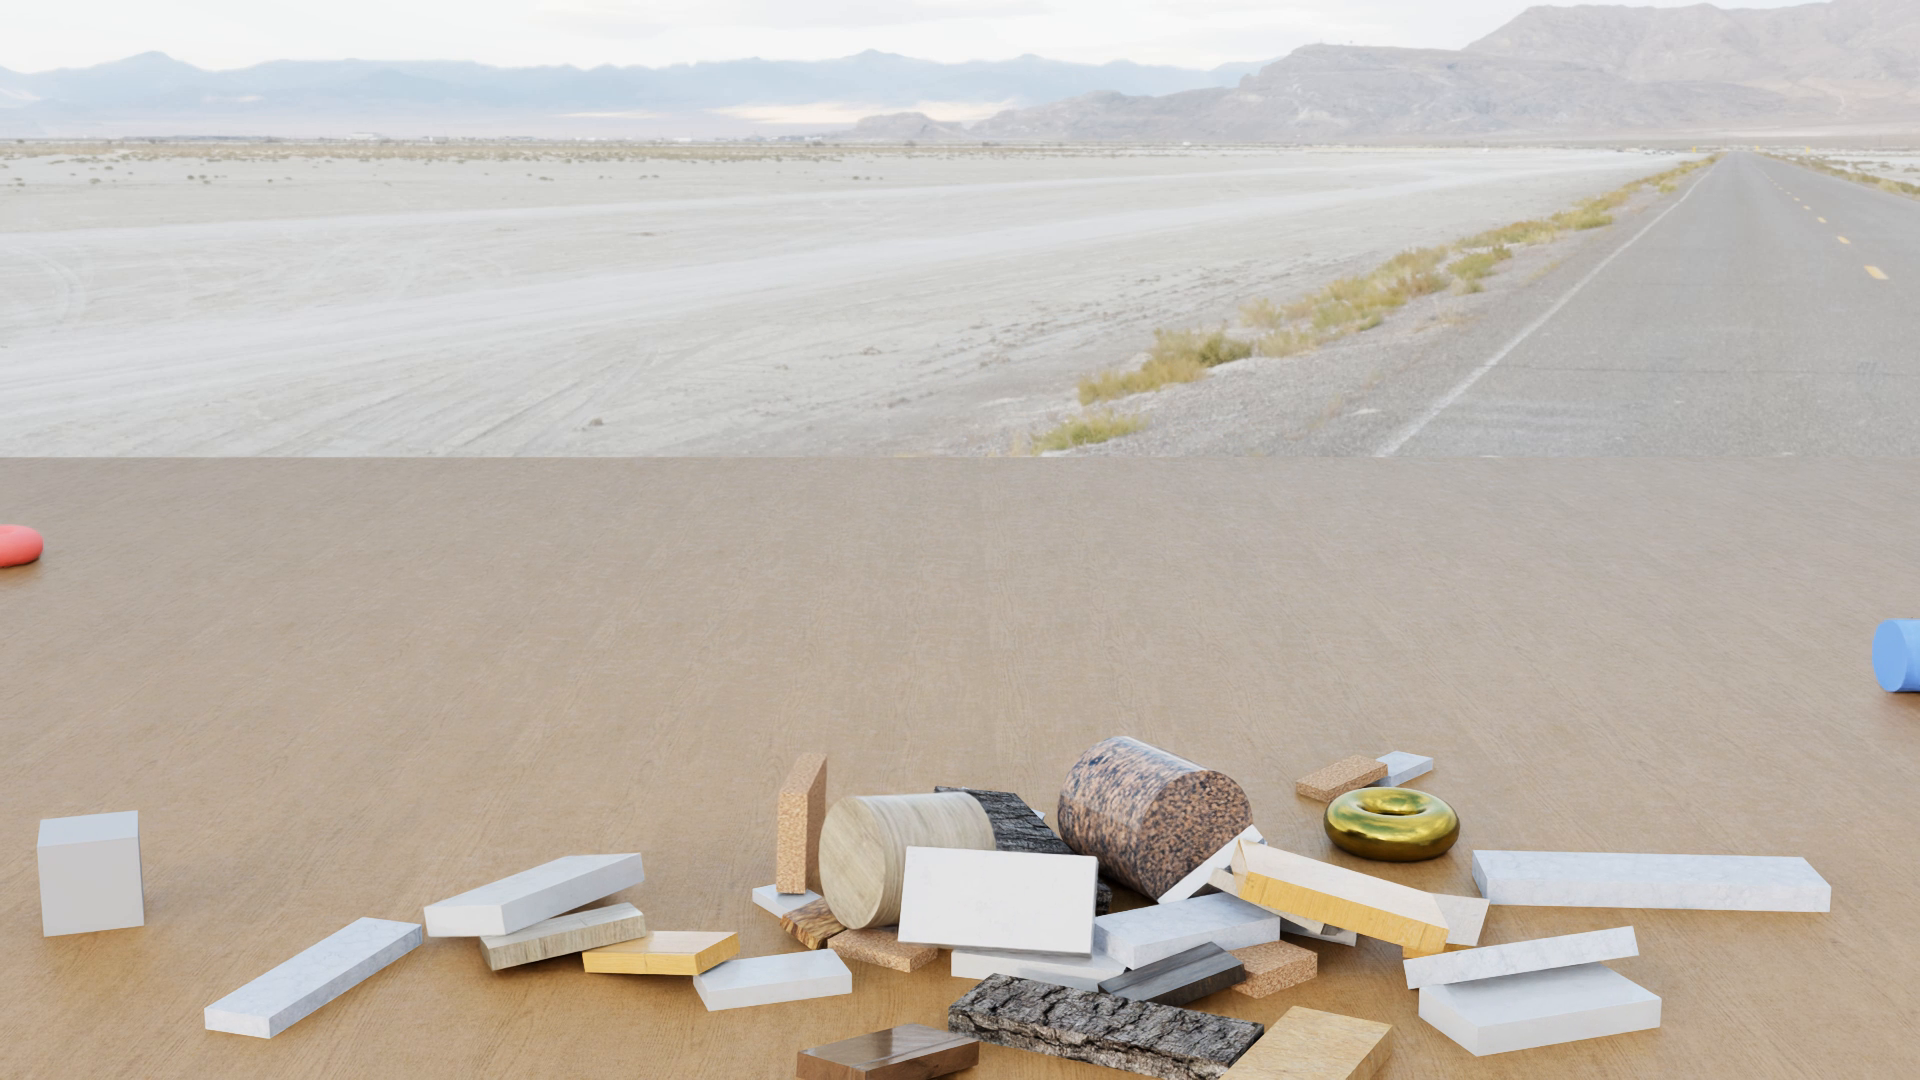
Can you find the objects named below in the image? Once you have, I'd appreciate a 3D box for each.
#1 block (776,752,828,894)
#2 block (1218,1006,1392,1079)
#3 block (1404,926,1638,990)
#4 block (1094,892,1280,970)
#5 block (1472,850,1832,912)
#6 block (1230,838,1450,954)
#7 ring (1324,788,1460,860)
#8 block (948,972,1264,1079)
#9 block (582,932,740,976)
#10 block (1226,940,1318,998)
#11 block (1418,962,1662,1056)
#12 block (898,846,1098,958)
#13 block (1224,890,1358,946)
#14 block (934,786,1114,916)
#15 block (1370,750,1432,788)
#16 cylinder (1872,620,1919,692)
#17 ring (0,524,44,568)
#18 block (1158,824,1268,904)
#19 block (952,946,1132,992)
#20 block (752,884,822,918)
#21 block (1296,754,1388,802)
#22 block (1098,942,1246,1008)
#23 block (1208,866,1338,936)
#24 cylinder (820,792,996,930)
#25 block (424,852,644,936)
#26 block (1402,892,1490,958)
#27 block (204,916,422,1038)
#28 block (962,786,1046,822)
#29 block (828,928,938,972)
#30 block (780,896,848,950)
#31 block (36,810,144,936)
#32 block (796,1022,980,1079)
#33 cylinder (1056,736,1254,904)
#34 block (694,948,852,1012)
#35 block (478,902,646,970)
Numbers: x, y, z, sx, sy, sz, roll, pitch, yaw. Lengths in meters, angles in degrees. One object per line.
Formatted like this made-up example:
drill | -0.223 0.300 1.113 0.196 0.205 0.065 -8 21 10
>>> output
block | -0.268 0.477 3.746 0.047 0.166 0.331 2 6 2
block | 0.463 0.705 2.940 0.144 0.041 0.289 6 12 28
block | 0.827 0.616 3.245 0.301 0.043 0.151 -4 -14 -19
block | 0.340 0.593 3.348 0.264 0.037 0.132 -6 12 -28
block | 1.146 0.568 3.670 0.551 0.043 0.151 1 11 4
block | 0.579 0.546 3.374 0.316 0.045 0.158 16 11 -1
ring | 0.768 0.505 3.913 0.240 0.080 0.240 0 12 0
block | 0.202 0.682 3.063 0.415 0.041 0.144 5 12 26
block | -0.450 0.621 3.314 0.215 0.030 0.108 -6 6 31
block | 0.401 0.628 3.361 0.132 0.037 0.264 -9 14 -40
block | 0.827 0.667 3.139 0.301 0.043 0.151 -4 11 -19
block | 0.059 0.544 3.312 0.289 0.144 0.041 2 -20 10
block | 0.532 0.580 3.502 0.219 0.031 0.109 10 28 17
block | 0.097 0.519 3.688 0.158 0.045 0.389 8 15 -26
block | 0.857 0.453 4.345 0.083 0.023 0.166 9 14 39
cylinder | 2.188 0.263 4.987 0.163 0.163 0.163 -1 11 -3
ring | -2.860 0.019 6.489 0.289 0.096 0.289 1 10 0
block | 0.404 0.530 3.512 0.193 0.027 0.096 -39 -18 1
block | 0.133 0.634 3.332 0.264 0.037 0.132 3 11 17
block | -0.268 0.594 3.588 0.077 0.022 0.153 -7 13 -33
block | 0.737 0.459 4.240 0.166 0.023 0.083 -18 19 -32
block | 0.308 0.644 3.204 0.193 0.027 0.096 -16 16 -19
block | 0.489 0.561 3.414 0.193 0.027 0.096 22 -1 26
cylinder | -0.084 0.507 3.492 0.206 0.206 0.206 2 8 -33
block | -0.679 0.568 3.534 0.166 0.047 0.331 -7 3 32
block | 0.769 0.611 3.469 0.109 0.031 0.219 4 11 19
block | -0.955 0.647 3.278 0.108 0.030 0.390 4 11 18
block | 0.039 0.518 3.825 0.158 0.045 0.316 17 13 9
block | -0.120 0.630 3.394 0.153 0.022 0.076 7 12 32
block | -0.206 0.600 3.484 0.076 0.022 0.153 30 25 28
block | -1.402 0.536 3.551 0.148 0.148 0.148 -4 11 -20
block | -0.094 0.690 2.927 0.118 0.033 0.236 5 2 39
cylinder | 0.324 0.470 3.675 0.235 0.235 0.235 -6 12 -29
block | -0.278 0.651 3.259 0.215 0.030 0.108 -4 11 -18
block | -0.610 0.606 3.373 0.236 0.033 0.118 -10 4 -19
